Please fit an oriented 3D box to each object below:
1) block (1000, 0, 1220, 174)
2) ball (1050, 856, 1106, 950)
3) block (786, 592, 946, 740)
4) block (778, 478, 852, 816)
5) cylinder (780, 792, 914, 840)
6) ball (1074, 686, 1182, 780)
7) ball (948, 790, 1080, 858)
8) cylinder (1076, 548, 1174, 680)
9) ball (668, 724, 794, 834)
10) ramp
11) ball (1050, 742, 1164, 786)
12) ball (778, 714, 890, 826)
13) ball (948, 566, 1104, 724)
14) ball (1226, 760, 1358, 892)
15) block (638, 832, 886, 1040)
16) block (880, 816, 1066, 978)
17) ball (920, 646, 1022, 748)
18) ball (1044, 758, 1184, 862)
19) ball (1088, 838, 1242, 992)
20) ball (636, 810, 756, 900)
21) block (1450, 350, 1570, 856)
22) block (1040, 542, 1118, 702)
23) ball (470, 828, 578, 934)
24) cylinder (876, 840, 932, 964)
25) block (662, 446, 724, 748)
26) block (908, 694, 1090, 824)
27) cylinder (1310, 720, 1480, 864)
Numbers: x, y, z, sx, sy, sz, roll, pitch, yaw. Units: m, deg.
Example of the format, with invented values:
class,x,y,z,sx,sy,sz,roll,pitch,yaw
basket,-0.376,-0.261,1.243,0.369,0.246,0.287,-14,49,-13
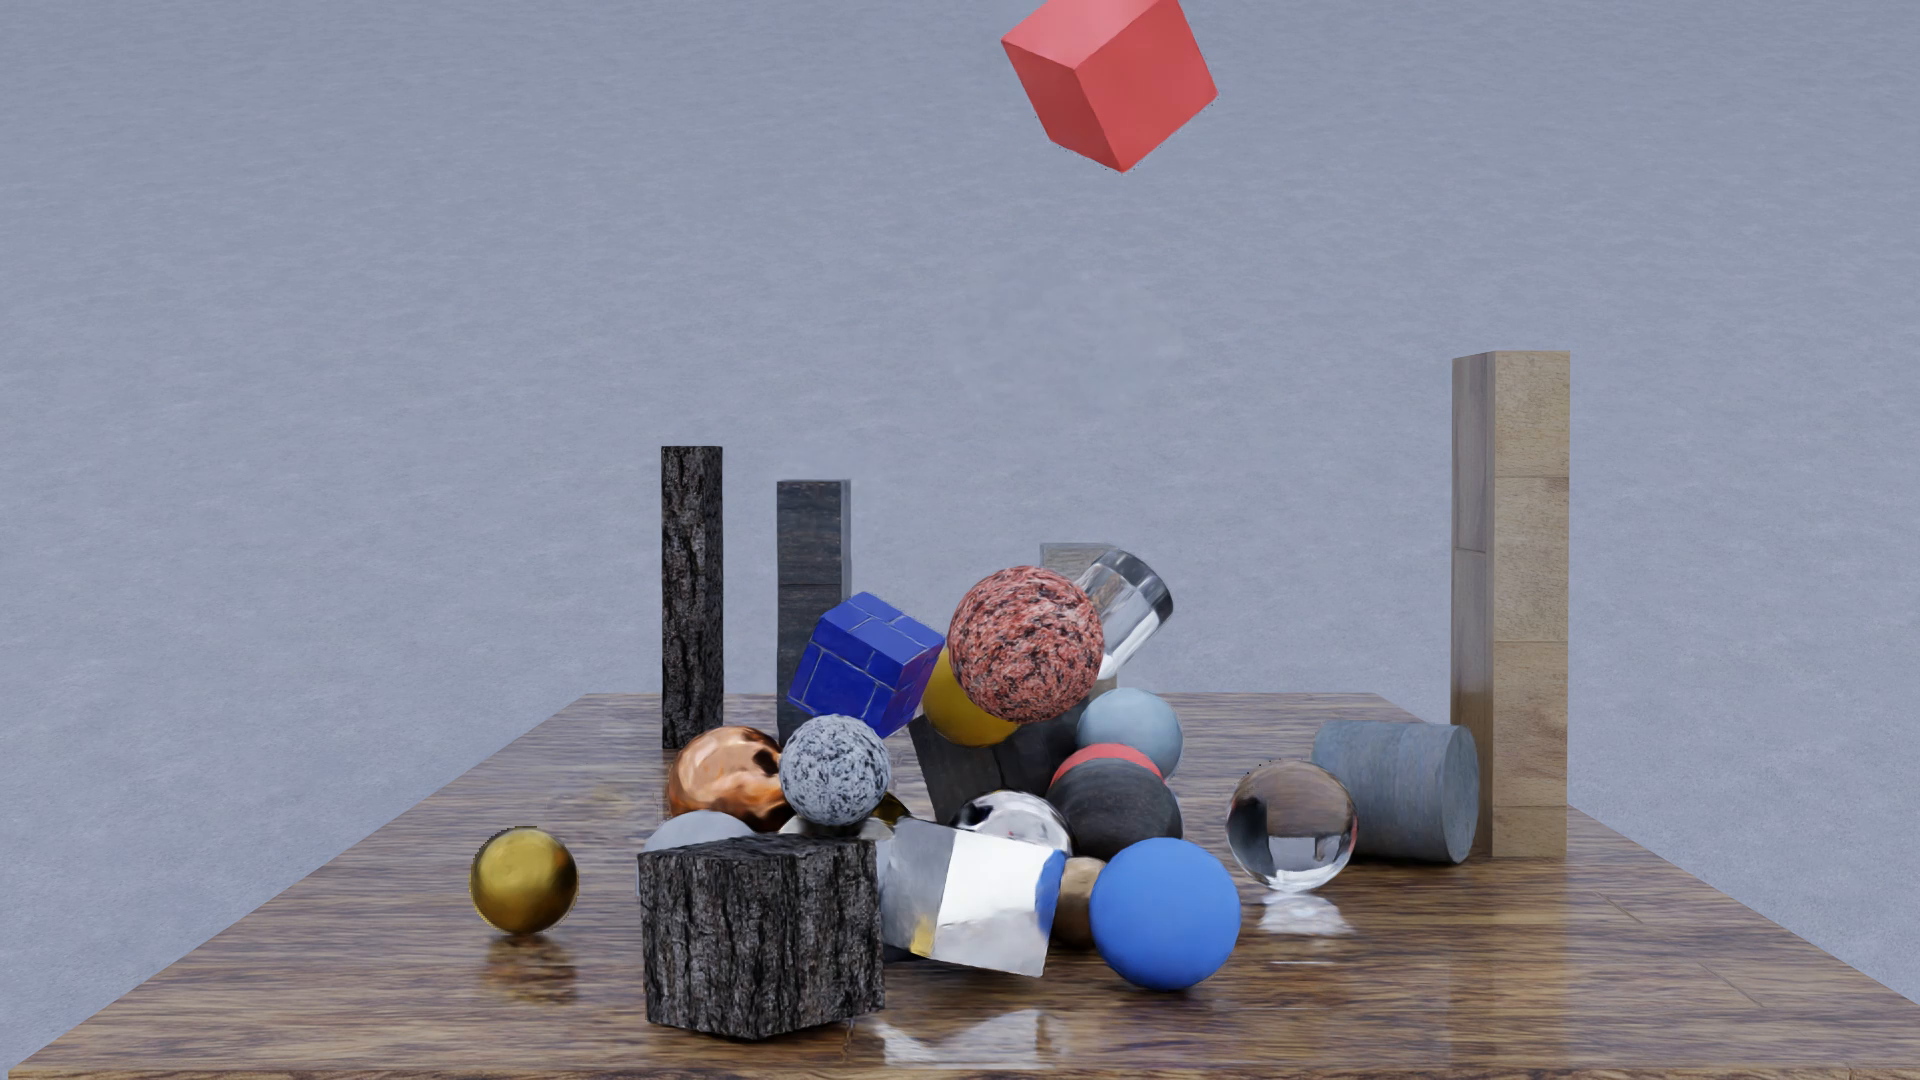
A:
class,x,y,z,sx,sy,sz,roll,pitch,yaw
block,0.147,-0.463,2.522,0.128,0.128,0.128,-40,39,-12
ball,0.152,0.446,3.168,0.114,0.114,0.114,0,24,0
block,-0.119,0.165,3.290,0.128,0.128,0.128,30,24,15
block,-0.200,0.203,3.587,0.085,0.572,0.334,0,2,0
cylinder,-0.145,0.411,3.299,0.175,0.175,0.175,3,2,6
ball,0.259,0.309,3.964,0.165,0.165,0.165,0,24,0
ball,0.062,0.408,3.279,0.182,0.182,0.182,0,24,0
cylinder,0.172,0.086,2.986,0.107,0.107,0.107,22,56,40
ball,-0.296,0.325,3.351,0.169,0.169,0.169,0,24,0
ramp,0.056,0.506,4.550,2.000,0.100,4.000,0,2,0
ball,0.219,0.390,3.814,0.181,0.181,0.181,0,24,0
ball,-0.137,0.252,2.820,0.123,0.123,0.123,0,24,0
ball,0.066,0.104,2.571,0.157,0.157,0.157,0,24,0
ball,0.461,0.397,3.581,0.183,0.183,0.183,0,24,0
block,-0.212,0.419,2.758,0.181,0.181,0.181,-4,1,-43
block,0.010,0.409,2.961,0.146,0.146,0.146,15,-6,-27
ball,0.024,0.224,3.789,0.164,0.164,0.164,0,24,0
ball,0.202,0.393,3.479,0.199,0.199,0.199,0,24,0
ball,0.232,0.424,2.926,0.173,0.173,0.173,0,24,0
ball,-0.315,0.417,3.175,0.168,0.168,0.168,0,24,0
block,0.859,0.091,4.043,0.112,0.762,0.337,0,2,0
block,0.234,0.223,5.134,0.141,0.425,0.309,0,2,0
ball,-0.553,0.433,3.272,0.134,0.134,0.134,0,24,0
cylinder,-0.064,0.432,3.097,0.146,0.146,0.146,-1,23,-25
block,-0.570,0.112,5.509,0.089,0.624,0.406,0,2,0
block,0.082,0.340,4.048,0.202,0.202,0.202,-2,-21,-47
cylinder,0.650,0.376,3.858,0.203,0.203,0.203,0,22,27
